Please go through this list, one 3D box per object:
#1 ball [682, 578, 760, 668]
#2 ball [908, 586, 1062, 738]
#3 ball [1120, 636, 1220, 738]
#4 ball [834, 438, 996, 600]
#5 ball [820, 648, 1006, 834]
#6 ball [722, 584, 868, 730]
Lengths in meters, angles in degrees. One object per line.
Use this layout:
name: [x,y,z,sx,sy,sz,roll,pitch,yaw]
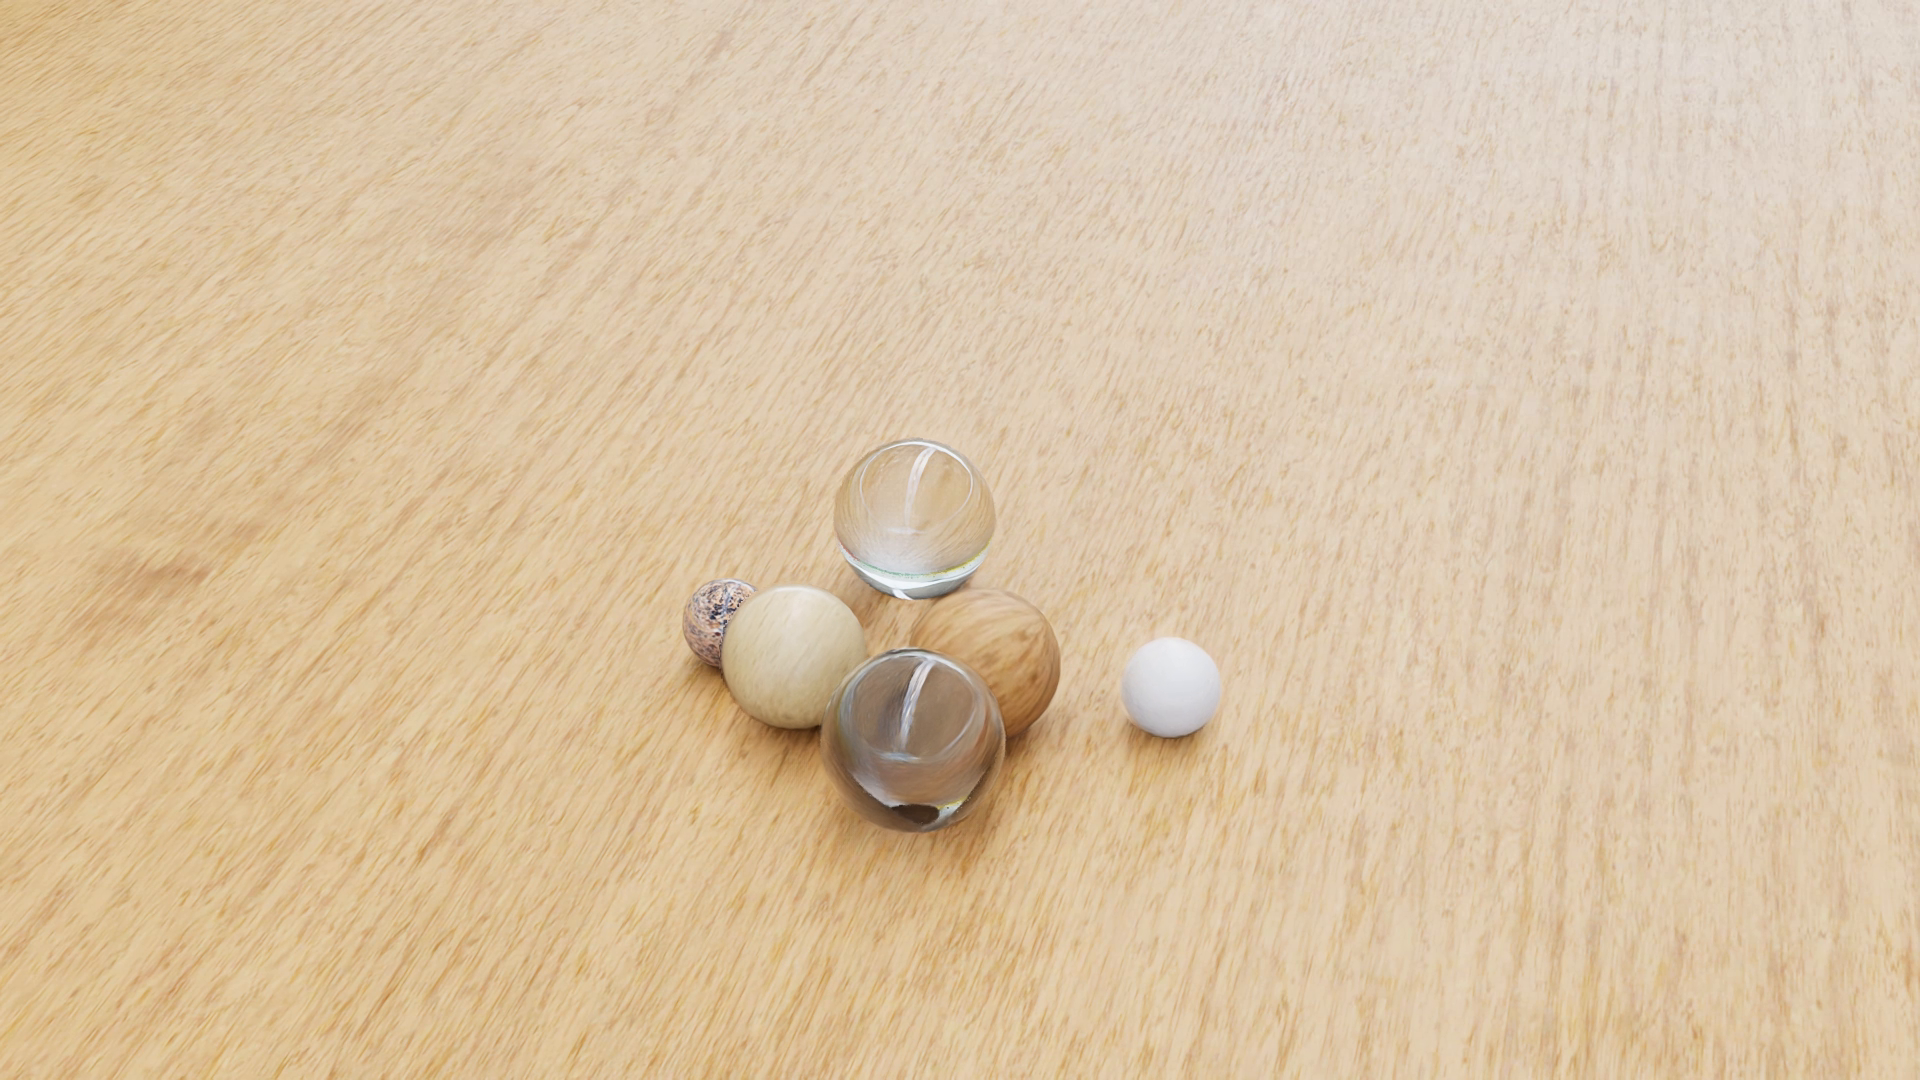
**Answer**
ball: [-0.123,0.044,1.556,0.048,0.048,0.048,0,30,0]
ball: [0.012,0.063,1.492,0.079,0.079,0.079,0,30,0]
ball: [0.107,0.075,1.499,0.051,0.051,0.051,0,30,0]
ball: [-0.025,-0.011,1.610,0.089,0.089,0.089,0,30,0]
ball: [-0.023,0.097,1.423,0.090,0.090,0.090,0,30,0]
ball: [-0.085,0.059,1.503,0.075,0.075,0.075,0,30,0]
